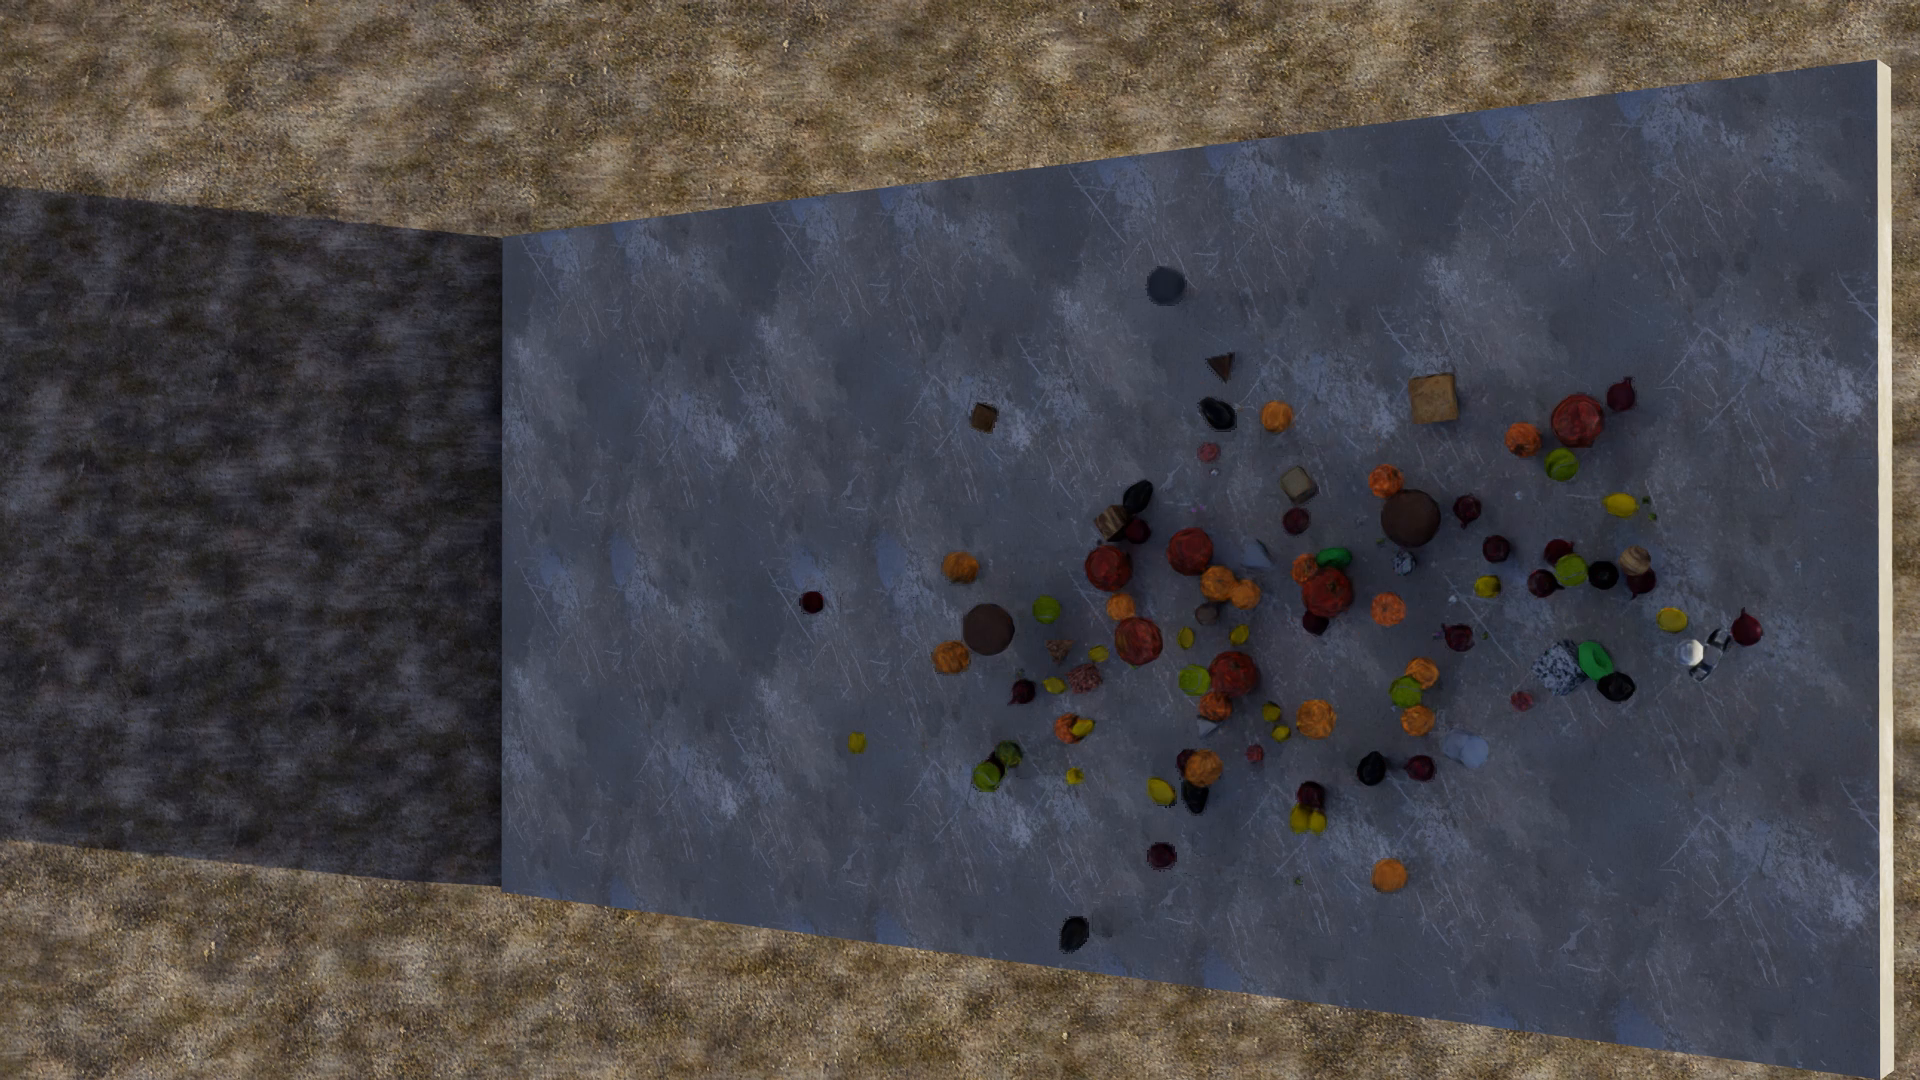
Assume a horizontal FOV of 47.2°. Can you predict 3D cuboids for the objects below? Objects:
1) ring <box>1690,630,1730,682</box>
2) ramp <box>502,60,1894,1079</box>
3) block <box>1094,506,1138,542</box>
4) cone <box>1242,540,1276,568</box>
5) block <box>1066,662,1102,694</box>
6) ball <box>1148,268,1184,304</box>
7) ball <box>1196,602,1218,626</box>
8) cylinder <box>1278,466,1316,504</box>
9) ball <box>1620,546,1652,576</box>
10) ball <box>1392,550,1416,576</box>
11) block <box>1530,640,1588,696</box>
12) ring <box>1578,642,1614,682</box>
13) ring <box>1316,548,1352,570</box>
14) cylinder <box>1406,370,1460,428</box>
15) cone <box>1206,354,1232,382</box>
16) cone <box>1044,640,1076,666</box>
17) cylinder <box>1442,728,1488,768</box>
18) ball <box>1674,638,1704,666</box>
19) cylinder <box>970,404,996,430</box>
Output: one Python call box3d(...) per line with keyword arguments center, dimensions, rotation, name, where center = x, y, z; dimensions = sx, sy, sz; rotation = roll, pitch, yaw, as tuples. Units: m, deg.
box3d(center=(1.515, 0.233, 4.442), dimensions=(0.040, 0.119, 0.119), rotation=(31, 90, 17), name="ring")
box3d(center=(0.232, 0.065, 5.551), dimensions=(4.000, 0.100, 2.000), rotation=(0, 89, 37), name="ramp")
box3d(center=(0.377, -0.041, 5.341), dimensions=(0.062, 0.062, 0.062), rotation=(-44, 65, 28), name="block")
box3d(center=(0.704, 0.049, 5.082), dimensions=(0.074, 0.074, 0.074), rotation=(34, 90, 39), name="cone")
box3d(center=(0.305, 0.338, 5.381), dimensions=(0.054, 0.054, 0.054), rotation=(-30, 100, -39), name="block")
box3d(center=(0.492, -0.606, 5.243), dimensions=(0.087, 0.087, 0.087), rotation=(0, 90, 0), name="ball")
box3d(center=(0.583, 0.176, 5.189), dimensions=(0.056, 0.056, 0.056), rotation=(0, 90, 0), name="ball")
box3d(center=(0.774, -0.125, 5.041), dimensions=(0.063, 0.063, 0.063), rotation=(-30, 67, 0), name="cylinder")
box3d(center=(1.392, 0.044, 4.534), dimensions=(0.063, 0.063, 0.063), rotation=(0, 90, 0), name="ball")
box3d(center=(0.986, 0.050, 4.887), dimensions=(0.055, 0.055, 0.055), rotation=(0, 90, 0), name="ball")
box3d(center=(1.275, 0.271, 4.652), dimensions=(0.083, 0.083, 0.083), rotation=(-49, 63, 26), name="block")
box3d(center=(1.331, 0.256, 4.605), dimensions=(0.094, 0.094, 0.031), rotation=(53, 132, 0), name="ring")
box3d(center=(0.845, 0.042, 4.968), dimensions=(0.082, 0.082, 0.027), rotation=(-1, 64, 0), name="ring")
box3d(center=(1.037, -0.310, 4.816), dimensions=(0.098, 0.098, 0.098), rotation=(-16, 105, 0), name="cylinder")
box3d(center=(0.617, -0.397, 5.152), dimensions=(0.064, 0.064, 0.064), rotation=(-15, 90, 0), name="cone")
box3d(center=(0.257, 0.264, 5.448), dimensions=(0.072, 0.072, 0.072), rotation=(-27, 90, 6), name="cone")
box3d(center=(1.097, 0.451, 4.770), dimensions=(0.070, 0.070, 0.070), rotation=(-4, 103, -19), name="cylinder")
box3d(center=(1.456, 0.225, 4.391), dimensions=(0.056, 0.056, 0.056), rotation=(0, 90, 0), name="ball")
box3d(center=(0.059, -0.312, 5.583), dimensions=(0.055, 0.055, 0.055), rotation=(18, 102, 0), name="cylinder")
